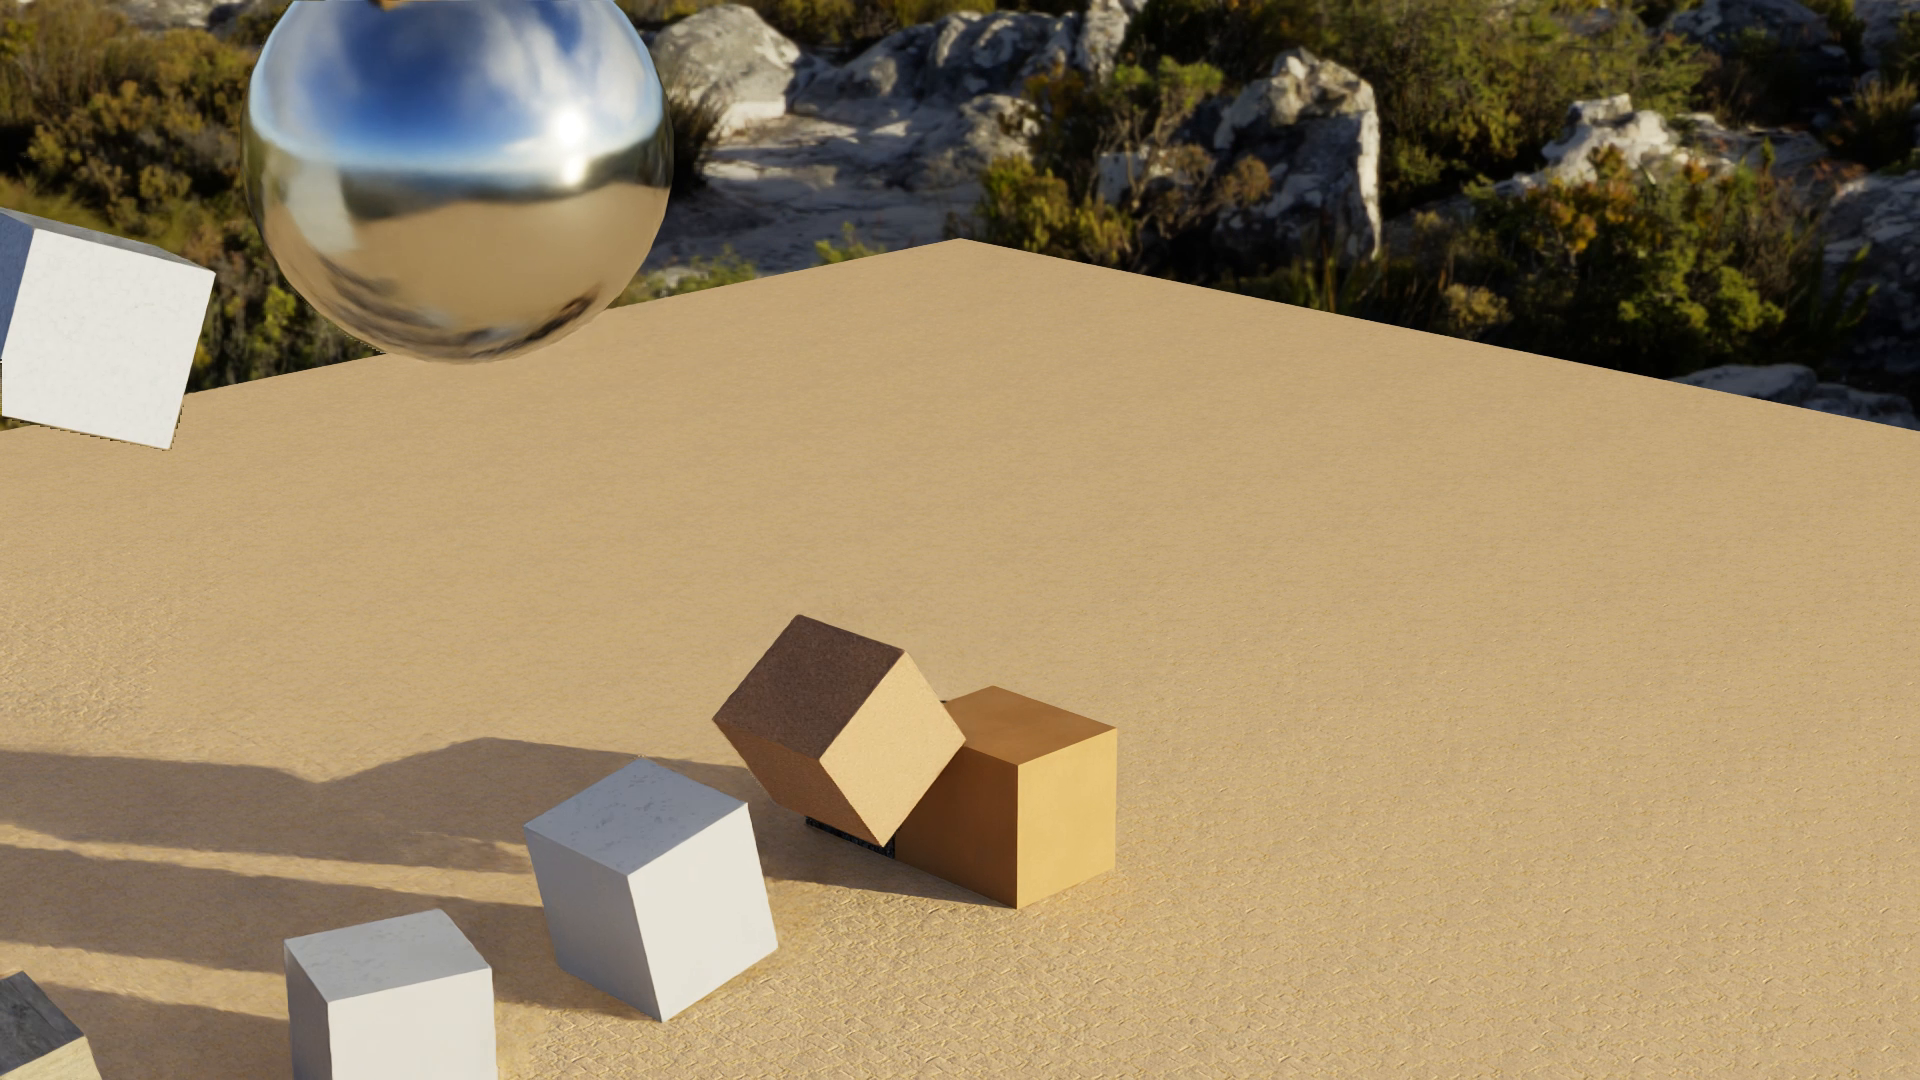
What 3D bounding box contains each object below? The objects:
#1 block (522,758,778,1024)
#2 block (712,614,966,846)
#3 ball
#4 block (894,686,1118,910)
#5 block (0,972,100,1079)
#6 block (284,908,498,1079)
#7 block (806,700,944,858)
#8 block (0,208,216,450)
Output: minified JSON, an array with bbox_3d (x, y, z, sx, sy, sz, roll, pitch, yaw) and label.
[{"bbox_3d":[-1.295,1.457,12.309,0.638,0.720,0.714,-30,32,-35],"label":"block"},{"bbox_3d":[-0.535,0.840,13.043,0.711,0.627,0.631,17,59,43],"label":"block"},{"bbox_3d":[-1.866,-1.454,10.929,1.600,1.600,1.600,0,17,0],"label":"ball"},{"bbox_3d":[0.206,1.168,13.474,0.788,0.691,0.650,17,24,42],"label":"block"},{"bbox_3d":[-3.434,2.065,10.478,0.618,0.663,0.636,-25,28,-29],"label":"block"},{"bbox_3d":[-2.206,1.878,11.364,0.637,0.602,0.610,-9,20,-26],"label":"block"},{"bbox_3d":[-0.294,1.100,13.971,0.656,0.525,0.600,-17,24,-42],"label":"block"},{"bbox_3d":[-3.054,-0.740,10.101,0.641,0.630,0.611,12,6,-38],"label":"block"}]
